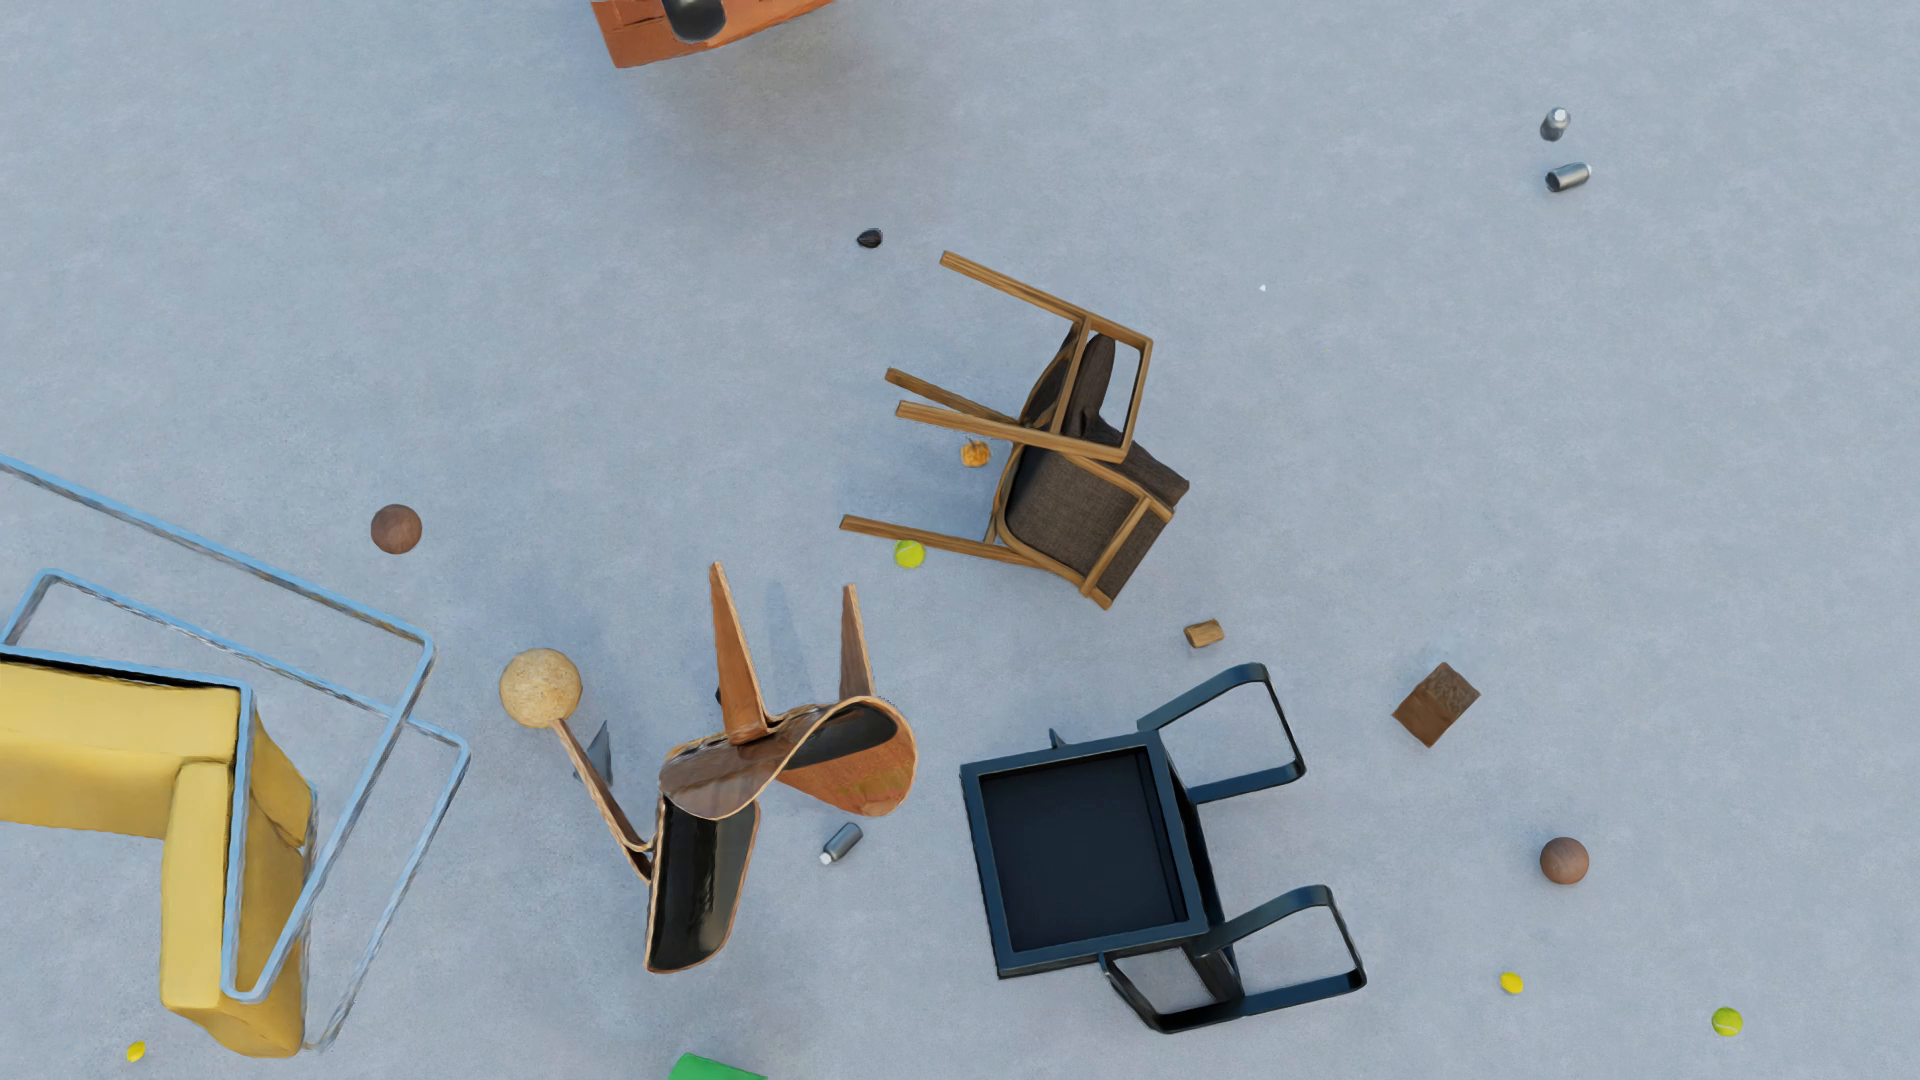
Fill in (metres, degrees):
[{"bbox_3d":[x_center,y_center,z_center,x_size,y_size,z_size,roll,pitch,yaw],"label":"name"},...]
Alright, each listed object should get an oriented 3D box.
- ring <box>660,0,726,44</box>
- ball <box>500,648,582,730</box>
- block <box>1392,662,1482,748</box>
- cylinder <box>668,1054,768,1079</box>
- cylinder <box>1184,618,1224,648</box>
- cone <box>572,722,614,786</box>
[{"bbox_3d":[-0.823,-1.652,6.675,0.169,0.311,0.265,-22,66,-2],"label":"ring"},{"bbox_3d":[-1.174,0.415,6.158,0.228,0.228,0.228,0,56,0],"label":"ball"},{"bbox_3d":[1.328,0.458,6.124,0.138,0.124,0.206,43,35,14],"label":"block"},{"bbox_3d":[-0.623,1.438,5.452,0.211,0.255,0.290,15,40,10],"label":"cylinder"},{"bbox_3d":[0.707,0.271,6.363,0.093,0.043,0.082,-17,41,-11],"label":"cylinder"},{"bbox_3d":[-0.997,0.579,6.086,0.116,0.119,0.177,12,73,-4],"label":"cone"}]
